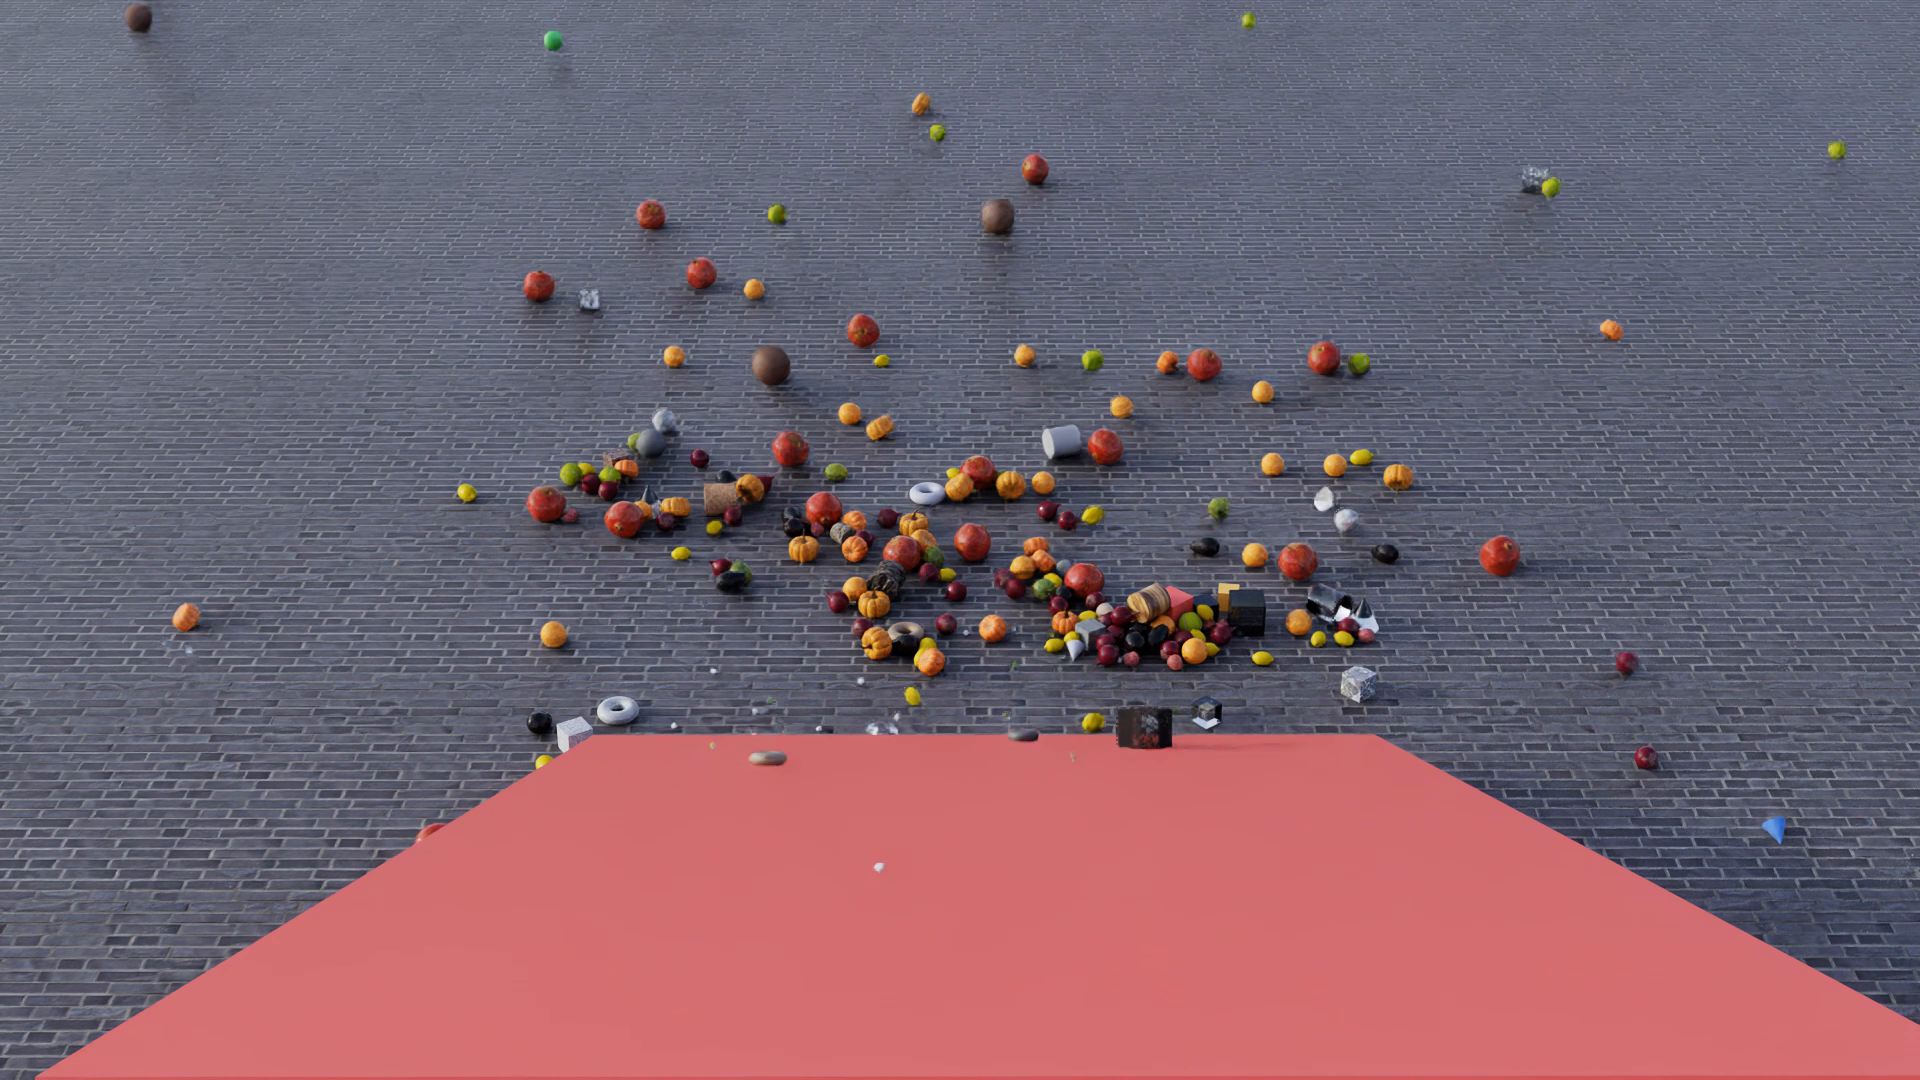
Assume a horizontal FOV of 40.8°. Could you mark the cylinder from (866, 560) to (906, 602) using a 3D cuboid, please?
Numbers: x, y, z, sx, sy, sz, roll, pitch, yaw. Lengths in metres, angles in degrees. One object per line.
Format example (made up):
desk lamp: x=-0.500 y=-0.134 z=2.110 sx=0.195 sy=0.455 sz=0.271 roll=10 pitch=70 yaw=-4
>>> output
cylinder: x=-0.211 y=0.118 z=7.410 sx=0.092 sy=0.092 sz=0.092 roll=7 pitch=29 yaw=13

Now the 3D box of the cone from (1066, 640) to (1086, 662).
cone: x=0.316 y=0.312 z=7.120 sx=0.054 sy=0.054 sz=0.054 roll=5 pitch=55 yaw=10

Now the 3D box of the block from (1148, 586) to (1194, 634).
block: x=0.593 y=0.197 z=7.268 sx=0.088 sy=0.088 sz=0.088 roll=-25 pitch=37 yaw=-38

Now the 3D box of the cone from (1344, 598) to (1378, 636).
cone: x=1.131 y=0.201 z=7.251 sx=0.096 sy=0.096 sz=0.096 roll=0 pitch=28 yaw=0

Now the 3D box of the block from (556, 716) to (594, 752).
block: x=-0.996 y=0.513 z=6.697 sx=0.070 sy=0.070 sz=0.070 roll=-17 pitch=32 yaw=-28

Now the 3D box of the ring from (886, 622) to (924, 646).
ring: x=-0.151 y=0.262 z=7.202 sx=0.107 sy=0.036 sz=0.107 roll=0 pitch=27 yaw=0

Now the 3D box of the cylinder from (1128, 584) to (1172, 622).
cylinder: x=0.526 y=0.176 z=7.189 sx=0.087 sy=0.087 sz=0.087 roll=-23 pitch=36 yaw=-35

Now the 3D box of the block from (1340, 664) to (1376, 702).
block: x=1.071 y=0.385 z=6.940 sx=0.065 sy=0.065 sz=0.065 roll=-23 pitch=36 yaw=-36

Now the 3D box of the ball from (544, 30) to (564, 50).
ball: x=-1.880 y=-2.310 z=11.946 sx=0.089 sy=0.089 sz=0.089 roll=0 pitch=28 yaw=0

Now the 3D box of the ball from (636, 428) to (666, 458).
ball: x=-0.980 y=-0.305 z=8.199 sx=0.094 sy=0.094 sz=0.094 roll=0 pitch=28 yaw=0

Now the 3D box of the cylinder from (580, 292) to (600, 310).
cylinder: x=-1.328 y=-0.858 z=9.259 sx=0.066 sy=0.066 sz=0.066 roll=-1 pitch=28 yaw=-2

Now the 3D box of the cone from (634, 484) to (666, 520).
cone: x=-0.947 y=-0.130 z=7.866 sx=0.100 sy=0.100 sz=0.100 roll=0 pitch=28 yaw=0

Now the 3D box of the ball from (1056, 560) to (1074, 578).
ball: x=0.305 y=0.083 z=7.519 sx=0.052 sy=0.052 sz=0.052 roll=0 pitch=28 yaw=0

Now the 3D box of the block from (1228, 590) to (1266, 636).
block: x=0.803 y=0.205 z=7.245 sx=0.096 sy=0.096 sz=0.096 roll=0 pitch=28 yaw=1

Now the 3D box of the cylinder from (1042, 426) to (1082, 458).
cylinder: x=0.324 y=-0.312 z=8.211 sx=0.094 sy=0.094 sz=0.094 roll=-10 pitch=30 yaw=-18

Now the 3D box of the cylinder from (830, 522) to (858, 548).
cylinder: x=-0.346 y=-0.015 z=7.695 sx=0.059 sy=0.059 sz=0.059 roll=-20 pitch=34 yaw=-33

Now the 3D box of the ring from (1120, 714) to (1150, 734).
ring: x=0.460 y=0.484 z=6.797 sx=0.081 sy=0.027 sz=0.081 roll=1 pitch=27 yaw=-1

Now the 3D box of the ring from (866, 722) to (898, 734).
ring: x=-0.203 y=0.499 z=6.754 sx=0.083 sy=0.028 sz=0.083 roll=9 pitch=18 yaw=-3

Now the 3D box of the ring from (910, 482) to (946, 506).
ring: x=-0.099 y=-0.143 z=7.955 sx=0.114 sy=0.038 sz=0.114 roll=-1 pitch=28 yaw=1

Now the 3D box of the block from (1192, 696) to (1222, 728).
block: x=0.651 y=0.454 z=6.821 sx=0.056 sy=0.056 sz=0.056 roll=-21 pitch=35 yaw=-34

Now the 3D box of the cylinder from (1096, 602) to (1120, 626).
cylinder: x=0.416 y=0.211 z=7.282 sx=0.051 sy=0.051 sz=0.051 roll=-9 pitch=29 yaw=-16

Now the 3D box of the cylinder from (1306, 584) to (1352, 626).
cylinder: x=1.043 y=0.183 z=7.289 sx=0.091 sy=0.091 sz=0.091 roll=-25 pitch=37 yaw=-38

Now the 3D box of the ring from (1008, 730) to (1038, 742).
ring: x=0.157 y=0.487 z=6.450 sx=0.078 sy=0.026 sz=0.078 roll=-1 pitch=1 yaw=0

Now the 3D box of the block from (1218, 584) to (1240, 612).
block: x=0.764 y=0.164 z=7.361 sx=0.058 sy=0.058 sz=0.058 roll=4 pitch=28 yaw=7

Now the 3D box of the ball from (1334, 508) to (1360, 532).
ball: x=1.163 y=-0.058 z=7.761 sx=0.072 sy=0.072 sz=0.072 roll=0 pitch=28 yaw=0

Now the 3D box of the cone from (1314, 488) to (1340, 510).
cone: x=1.138 y=-0.118 z=7.915 sx=0.073 sy=0.073 sz=0.073 roll=13 pitch=16 yaw=-39

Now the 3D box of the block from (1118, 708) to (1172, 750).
block: x=0.447 y=0.456 z=6.262 sx=0.092 sy=0.092 sz=0.092 roll=0 pitch=1 yaw=-34

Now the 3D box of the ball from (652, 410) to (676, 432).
ball: x=-0.957 y=-0.384 z=8.367 sx=0.075 sy=0.075 sz=0.075 roll=0 pitch=28 yaw=0

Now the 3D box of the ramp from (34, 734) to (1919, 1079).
ramp: x=0.063 y=0.570 z=4.611 sx=2.000 sy=0.100 sz=4.000 roll=0 pitch=1 yaw=0

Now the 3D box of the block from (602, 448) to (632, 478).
block: x=-1.077 y=-0.244 z=8.116 sx=0.064 sy=0.064 sz=0.064 roll=-17 pitch=33 yaw=-29

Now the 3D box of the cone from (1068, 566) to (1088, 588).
cone: x=0.330 y=0.119 z=7.477 sx=0.061 sy=0.061 sz=0.061 roll=28 pitch=65 yaw=41

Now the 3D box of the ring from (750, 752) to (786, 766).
ring: x=-0.435 y=0.493 z=5.842 sx=0.084 sy=0.028 sz=0.084 roll=1 pitch=-1 yaw=0

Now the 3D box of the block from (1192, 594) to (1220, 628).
block: x=0.686 y=0.200 z=7.285 sx=0.066 sy=0.066 sz=0.066 roll=-10 pitch=30 yaw=-18

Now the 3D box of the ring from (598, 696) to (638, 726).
ring: x=-0.906 y=0.452 z=6.846 sx=0.110 sy=0.037 sz=0.110 roll=-1 pitch=29 yaw=0

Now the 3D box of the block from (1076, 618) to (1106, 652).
block: x=0.362 y=0.262 z=7.175 sx=0.060 sy=0.060 sz=0.060 roll=-19 pitch=33 yaw=-31
